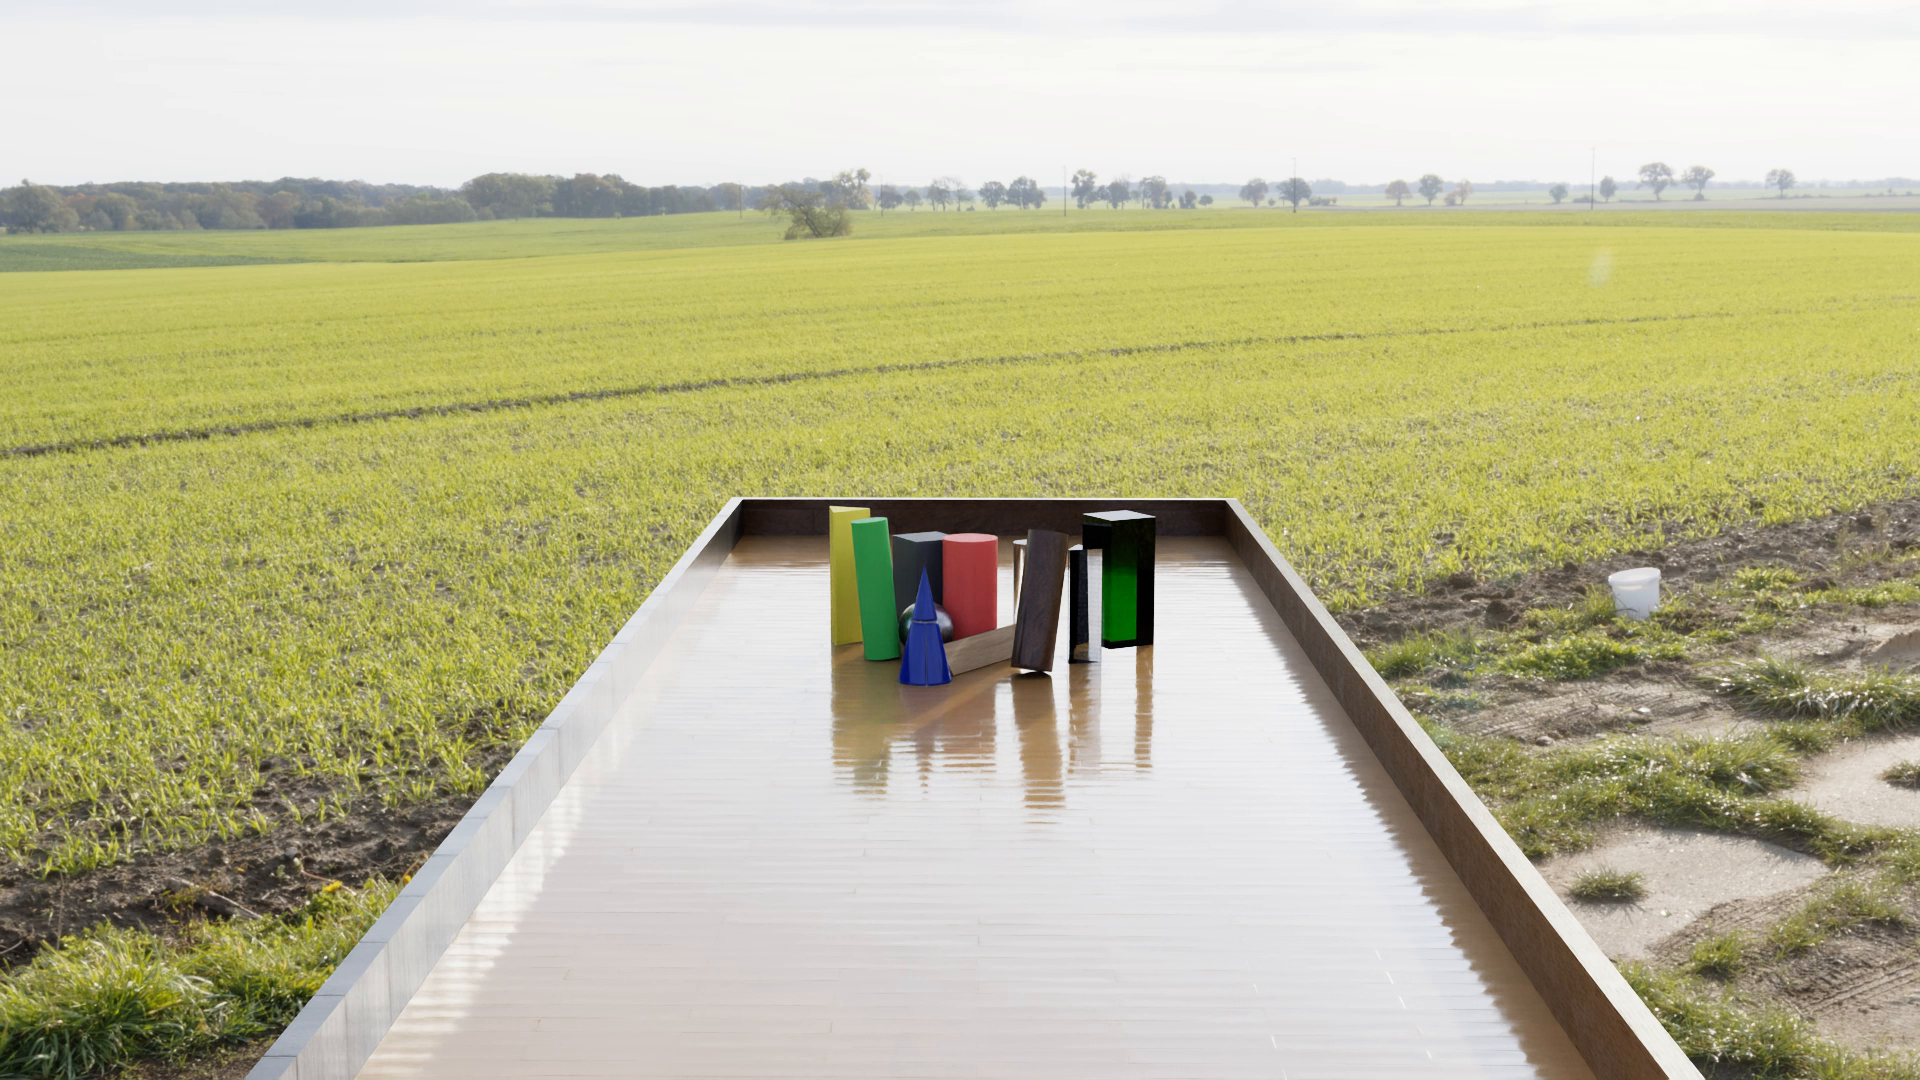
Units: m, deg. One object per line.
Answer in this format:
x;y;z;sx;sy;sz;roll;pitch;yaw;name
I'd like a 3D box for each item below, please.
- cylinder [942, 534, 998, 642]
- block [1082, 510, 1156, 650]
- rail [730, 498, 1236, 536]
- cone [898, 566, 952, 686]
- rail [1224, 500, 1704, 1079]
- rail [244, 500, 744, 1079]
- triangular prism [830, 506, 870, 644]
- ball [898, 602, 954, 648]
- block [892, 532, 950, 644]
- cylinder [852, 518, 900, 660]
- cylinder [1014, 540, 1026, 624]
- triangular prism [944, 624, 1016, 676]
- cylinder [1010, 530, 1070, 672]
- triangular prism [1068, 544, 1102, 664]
0.031;0.167;6.833;0.171;0.352;0.171;0;9;0;cylinder
0.499;0.123;6.933;0.165;0.406;0.165;-5;10;-29;block
0.099;-0.098;9.147;2.100;0.150;0.050;0;9;1;rail
-0.103;0.239;6.390;0.160;0.348;0.160;0;9;0;cone
1.046;0.843;3.208;0.050;0.150;12.000;0;9;1;rail
-1.004;0.839;3.234;0.050;0.150;12.000;0;9;1;rail
-0.375;0.108;6.977;0.138;0.422;0.120;-7;11;-38;triangular prism
-0.105;0.272;6.746;0.171;0.171;0.171;0;9;0;ball
-0.106;0.156;6.945;0.159;0.338;0.159;-5;10;-29;block
-0.256;0.148;6.701;0.111;0.422;0.111;-5;8;1;cylinder
0.218;0.167;6.919;0.102;0.325;0.102;0;9;0;cylinder
0.058;0.326;6.656;0.101;0.087;0.416;6;11;34;triangular prism
0.237;0.181;6.504;0.124;0.410;0.124;7;-5;1;cylinder
0.368;0.193;6.676;0.105;0.349;0.091;-2;9;-13;triangular prism
